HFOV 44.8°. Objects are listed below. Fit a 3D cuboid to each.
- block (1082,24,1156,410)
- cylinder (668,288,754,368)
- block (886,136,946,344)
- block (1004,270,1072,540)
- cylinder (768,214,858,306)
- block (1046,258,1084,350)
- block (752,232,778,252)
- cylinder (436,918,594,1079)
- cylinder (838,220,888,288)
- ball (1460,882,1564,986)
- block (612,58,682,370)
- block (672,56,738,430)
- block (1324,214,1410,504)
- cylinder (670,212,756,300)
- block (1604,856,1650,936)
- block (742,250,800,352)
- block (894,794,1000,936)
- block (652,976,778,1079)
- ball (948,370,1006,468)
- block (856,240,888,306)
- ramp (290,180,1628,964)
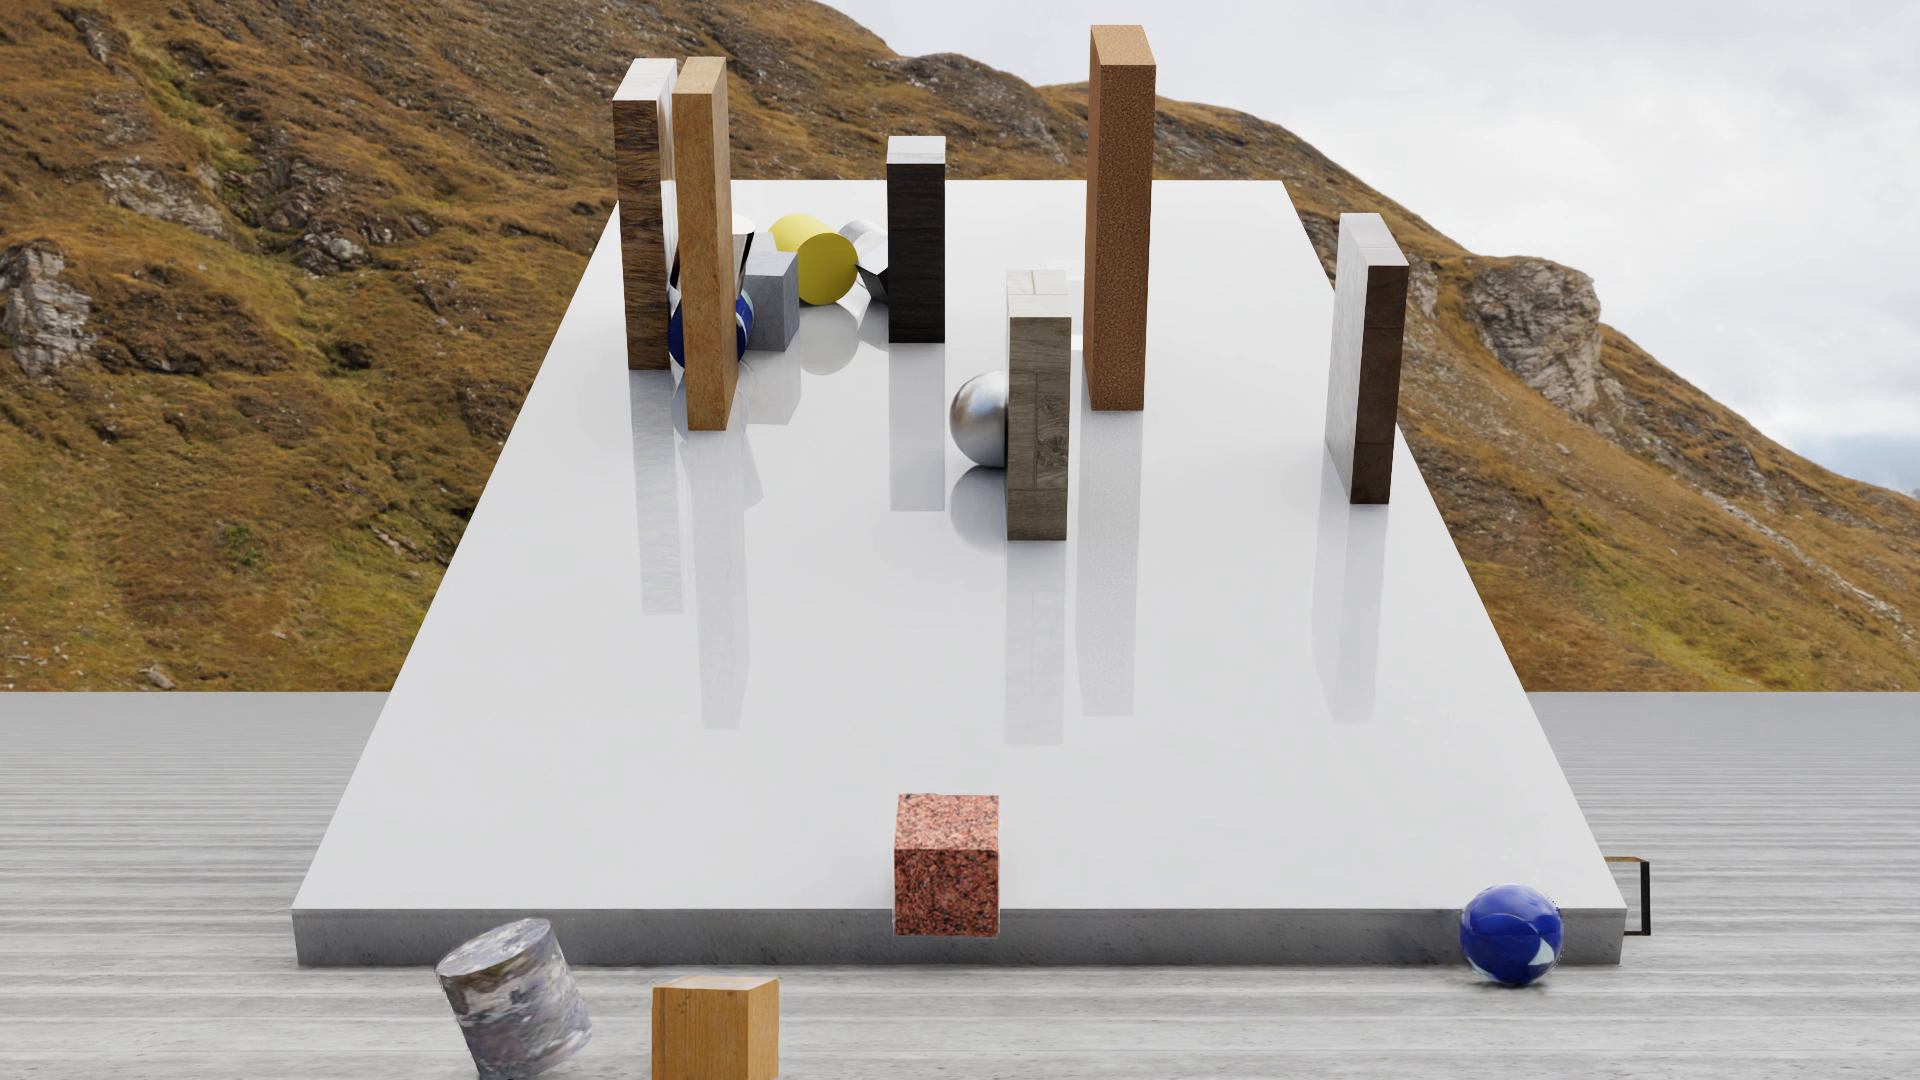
[{"bbox_3d":[0.363,-0.747,5.387,0.120,0.799,0.411,0,24,0],"label":"block"},{"bbox_3d":[-0.598,-0.514,5.608,0.188,0.188,0.188,0,24,2],"label":"cylinder"},{"bbox_3d":[-0.107,-0.749,5.805,0.140,0.456,0.255,0,24,0],"label":"block"},{"bbox_3d":[0.155,-0.276,4.742,0.120,0.474,0.297,0,24,0],"label":"block"},{"bbox_3d":[-0.392,-0.734,6.088,0.194,0.194,0.194,2,21,-29],"label":"cylinder"},{"bbox_3d":[0.305,-0.586,5.783,0.179,0.179,0.179,0,24,-1],"label":"block"},{"bbox_3d":[-0.560,-0.672,5.970,0.179,0.179,0.179,-3,25,-8],"label":"block"},{"bbox_3d":[-0.476,0.493,2.499,0.128,0.128,0.128,-19,11,4],"label":"cylinder"},{"bbox_3d":[-0.235,-0.750,6.166,0.159,0.159,0.159,2,21,-29],"label":"cylinder"},{"bbox_3d":[0.778,0.556,3.293,0.143,0.143,0.143,0,-4,0],"label":"ball"},{"bbox_3d":[-0.746,-0.795,5.661,0.101,0.655,0.422,0,24,0],"label":"block"},{"bbox_3d":[-0.569,-0.666,5.244,0.085,0.766,0.344,0,24,0],"label":"block"},{"bbox_3d":[0.856,-0.388,4.935,0.082,0.520,0.365,0,24,0],"label":"block"},{"bbox_3d":[-0.587,-0.677,5.524,0.173,0.173,0.173,13,24,-6],"label":"cylinder"},{"bbox_3d":[1.108,0.610,4.002,0.124,0.124,0.124,0,-4,5],"label":"block"},{"bbox_3d":[-0.514,-0.595,5.781,0.194,0.194,0.194,3,25,6],"label":"block"},{"bbox_3d":[-0.019,0.481,3.461,0.150,0.150,0.150,1,25,1],"label":"block"},{"bbox_3d":[-0.259,0.524,2.481,0.105,0.105,0.105,-1,-4,13],"label":"block"},{"bbox_3d":[0.080,-0.260,5.025,0.209,0.209,0.209,0,-4,0],"label":"ball"},{"bbox_3d":[-0.180,-0.690,6.046,0.112,0.112,0.112,-39,38,-16],"label":"block"},{"bbox_3d":[-0.008,-0.229,5.331,2.000,0.100,4.000,0,24,0],"label":"ramp"}]
